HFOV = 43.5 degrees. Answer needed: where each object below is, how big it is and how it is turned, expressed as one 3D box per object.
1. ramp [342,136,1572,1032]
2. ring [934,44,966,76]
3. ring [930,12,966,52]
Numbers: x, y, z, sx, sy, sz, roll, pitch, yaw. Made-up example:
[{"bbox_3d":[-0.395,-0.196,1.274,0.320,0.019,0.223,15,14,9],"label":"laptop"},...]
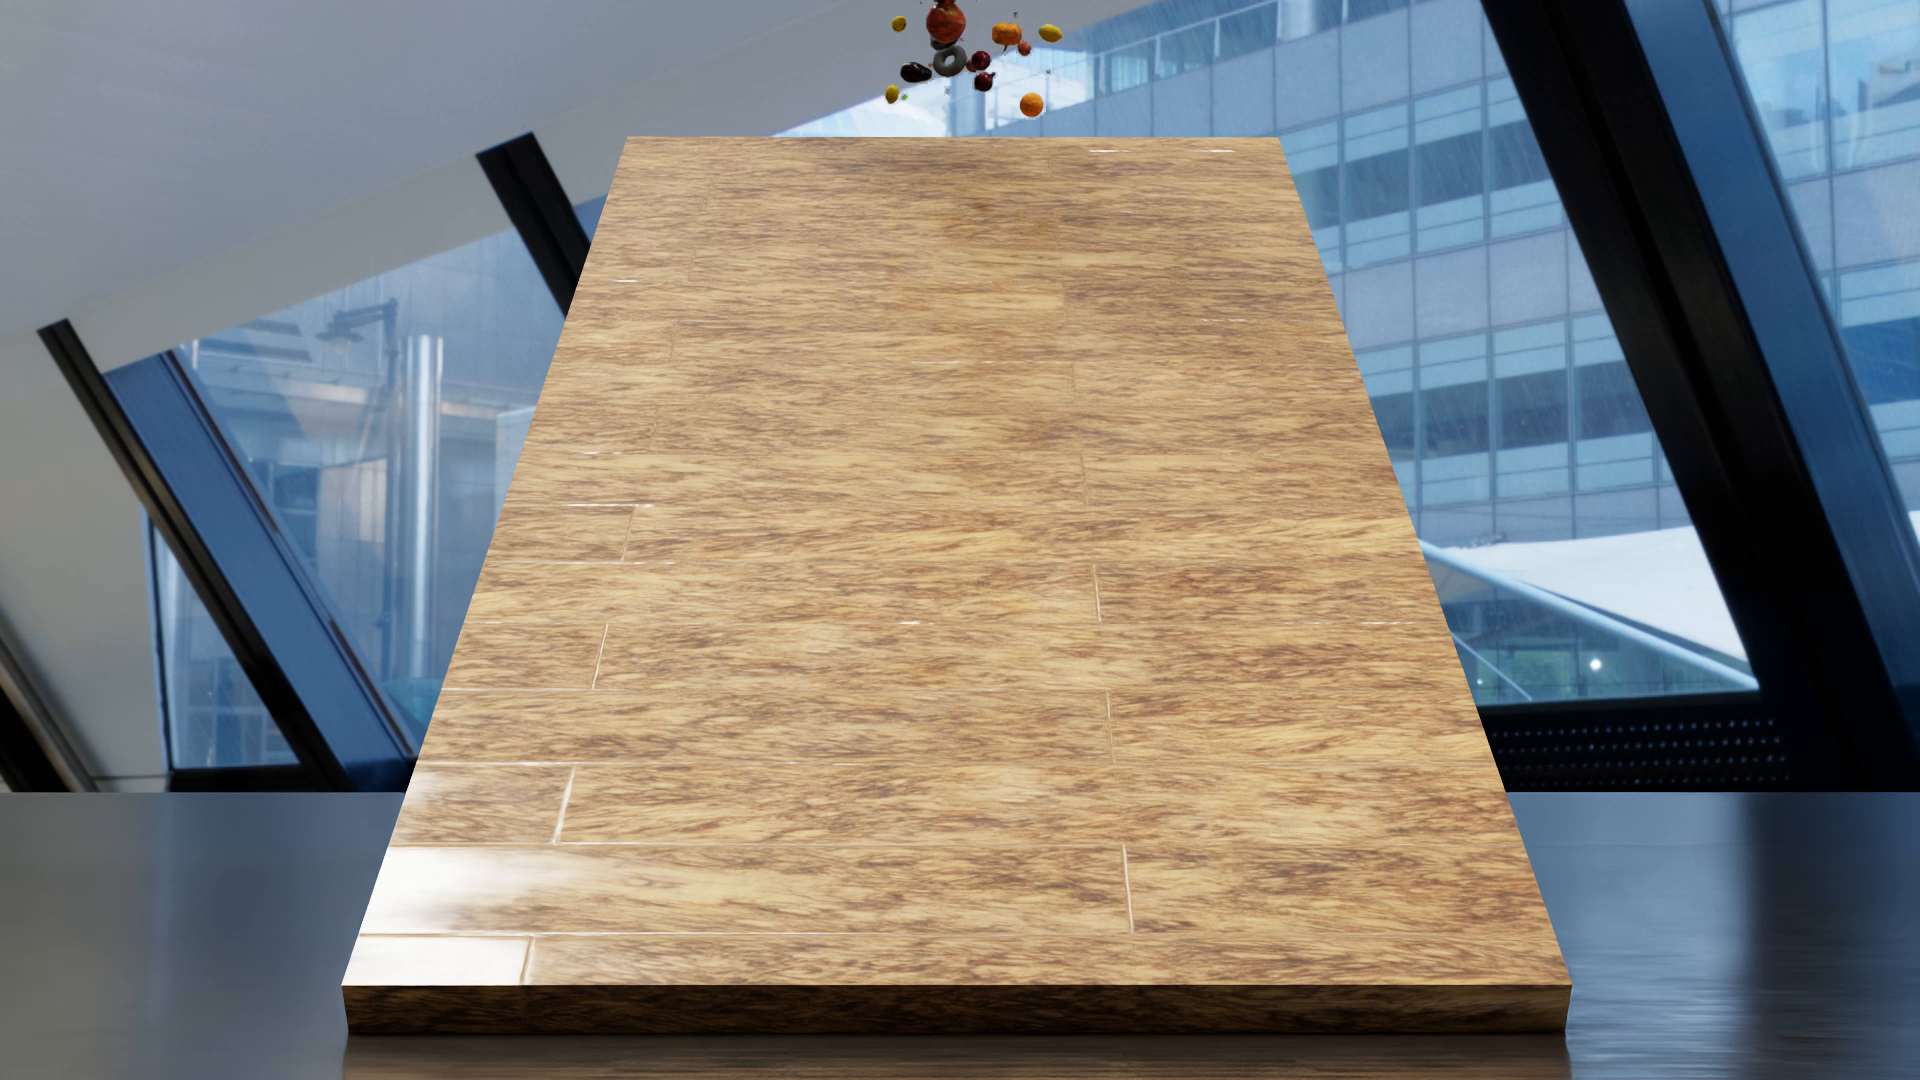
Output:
[{"bbox_3d":[-0.013,-0.214,5.677,2.000,0.100,4.000,0,29,0],"label":"ramp"},{"bbox_3d":[-0.031,-1.448,7.267,0.109,0.109,0.036,-2,-19,22],"label":"ring"},{"bbox_3d":[-0.036,-1.484,7.026,0.044,0.131,0.131,37,-26,-29],"label":"ring"}]
